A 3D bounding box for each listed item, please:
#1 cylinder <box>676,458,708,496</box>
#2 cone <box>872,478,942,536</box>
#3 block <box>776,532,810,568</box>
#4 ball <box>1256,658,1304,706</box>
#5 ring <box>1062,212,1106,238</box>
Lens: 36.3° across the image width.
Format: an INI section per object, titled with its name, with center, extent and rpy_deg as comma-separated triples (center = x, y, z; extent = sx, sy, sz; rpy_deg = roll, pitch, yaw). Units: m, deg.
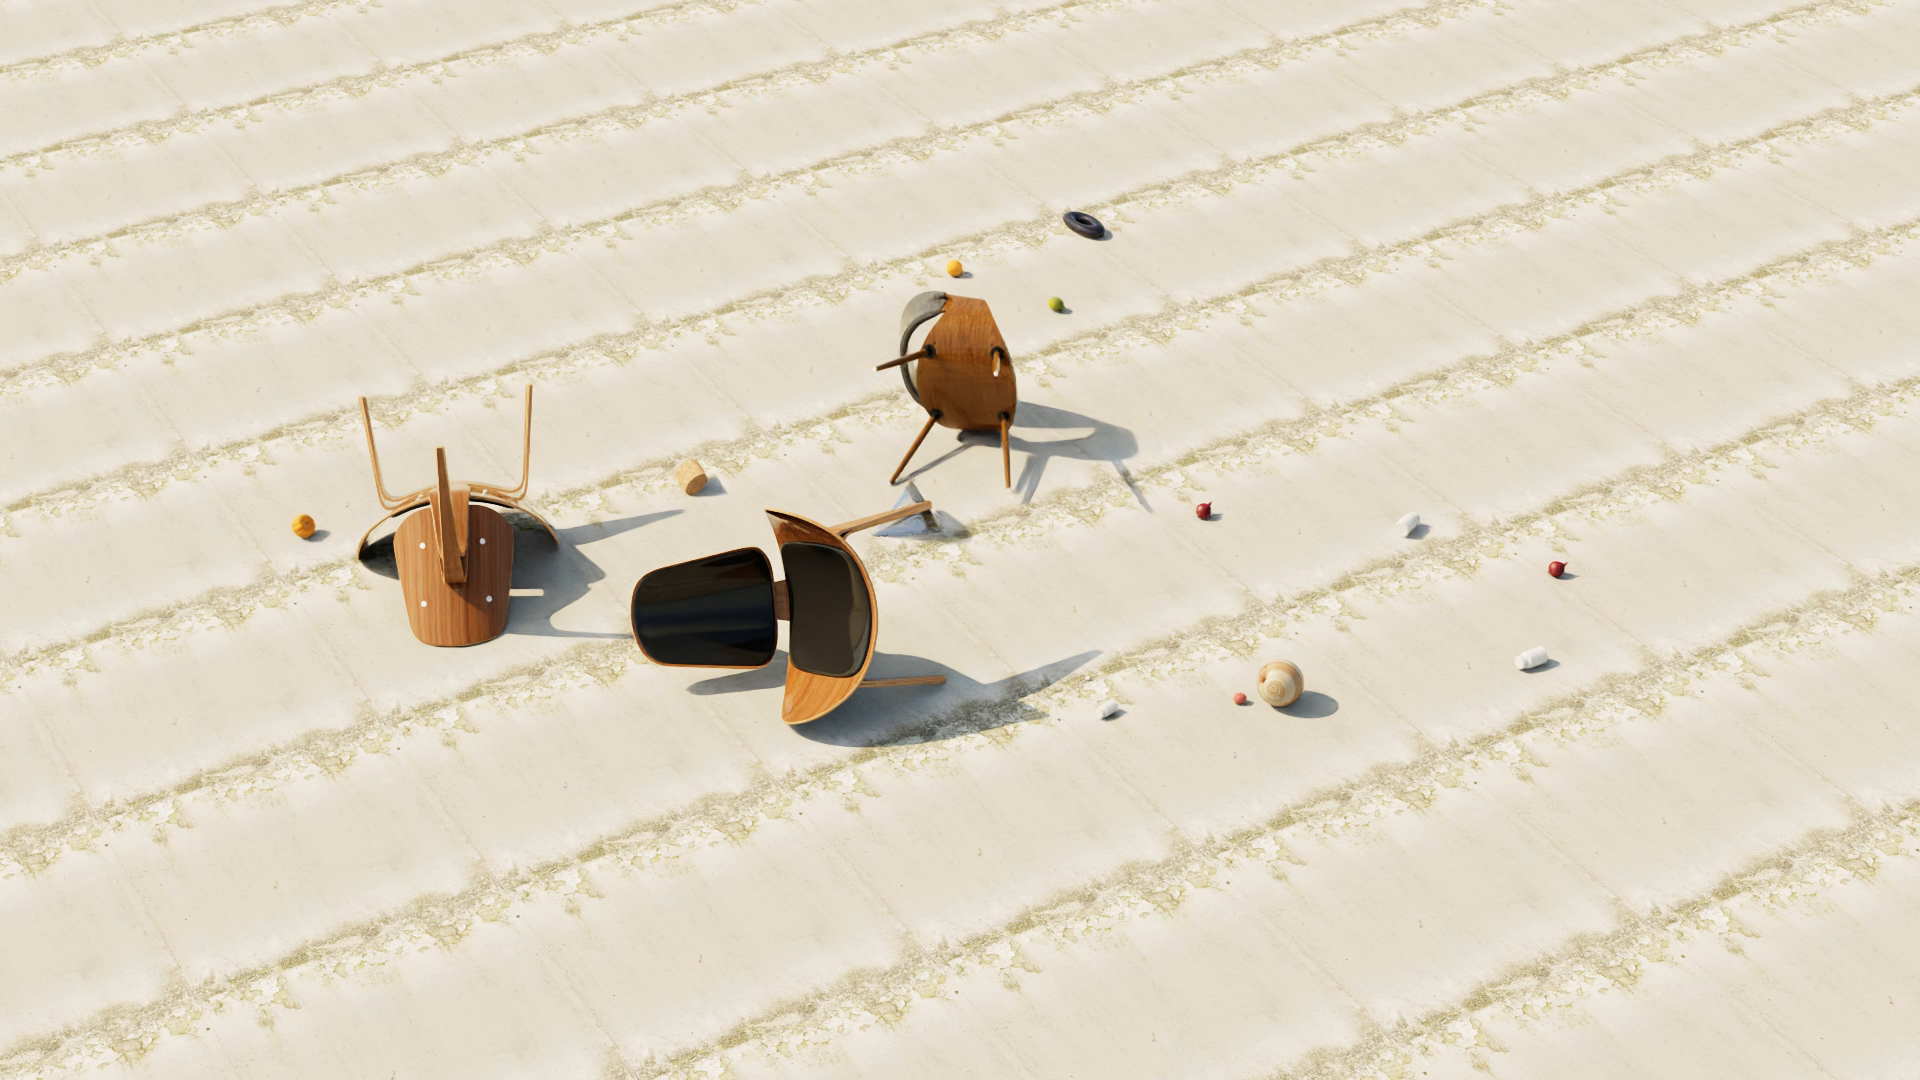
[cylinder]
center = -1.029, -0.243, 11.236
extent = 0.106, 0.065, 0.125
rpy_deg = -45, 39, 6
[cone]
center = -0.227, -0.074, 10.970
extent = 0.235, 0.206, 0.250
rpy_deg = -30, 47, -1
[block]
center = -0.618, 0.036, 10.830
extent = 0.086, 0.067, 0.114
rpy_deg = -17, 37, -24
[ball]
center = 1.098, 0.490, 10.052
extent = 0.164, 0.164, 0.164
rpy_deg = 0, 33, 0
[ring]
center = 0.551, -1.402, 13.027
extent = 0.132, 0.050, 0.254
rpy_deg = -21, 38, -31
